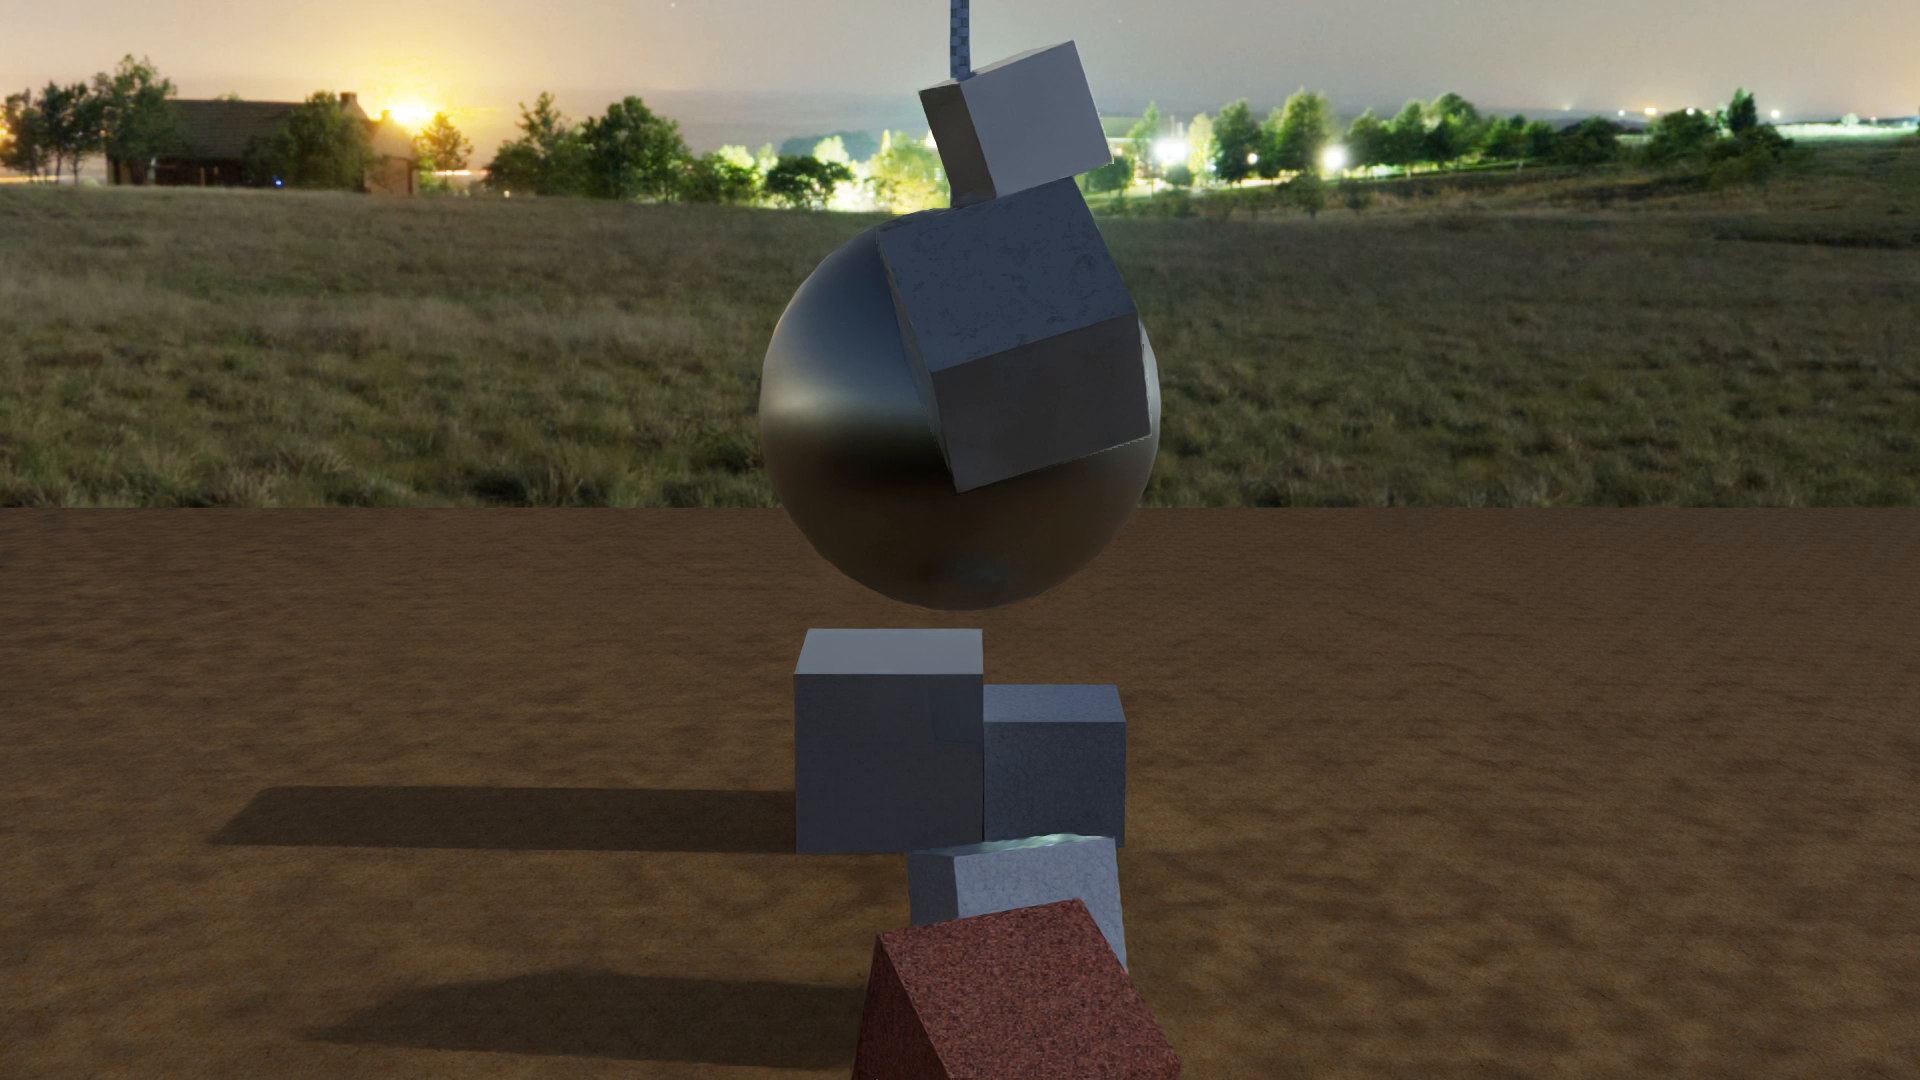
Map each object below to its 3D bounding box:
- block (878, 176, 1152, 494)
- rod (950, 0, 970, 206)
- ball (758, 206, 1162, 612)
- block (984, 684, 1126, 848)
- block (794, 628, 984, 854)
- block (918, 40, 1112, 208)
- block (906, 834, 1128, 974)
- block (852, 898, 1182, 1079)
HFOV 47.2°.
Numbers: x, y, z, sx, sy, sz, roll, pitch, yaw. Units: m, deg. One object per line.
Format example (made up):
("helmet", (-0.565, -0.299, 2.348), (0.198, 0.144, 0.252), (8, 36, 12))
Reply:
("block", (0.183, -0.684, 7.304), (0.679, 0.586, 0.683), (-17, 50, -4))
("rod", (0.000, -3.838, 9.466), (0.080, 5.200, 0.080), (0, -12, 0))
("ball", (0.000, -0.516, 8.742), (1.600, 1.600, 1.600), (0, 10, 0))
("block", (0.473, 1.158, 11.369), (0.709, 0.654, 0.768), (0, 10, 0))
("block", (-0.349, 1.020, 11.384), (0.931, 0.920, 1.020), (0, 10, 0))
("block", (0.205, -1.575, 8.360), (0.480, 0.469, 0.470), (-24, 15, -16))
("block", (0.224, 1.554, 8.768), (0.676, 0.676, 0.577), (-4, -4, -21))
("block", (0.151, 1.747, 7.098), (0.727, 0.764, 0.751), (-6, 36, -23))
